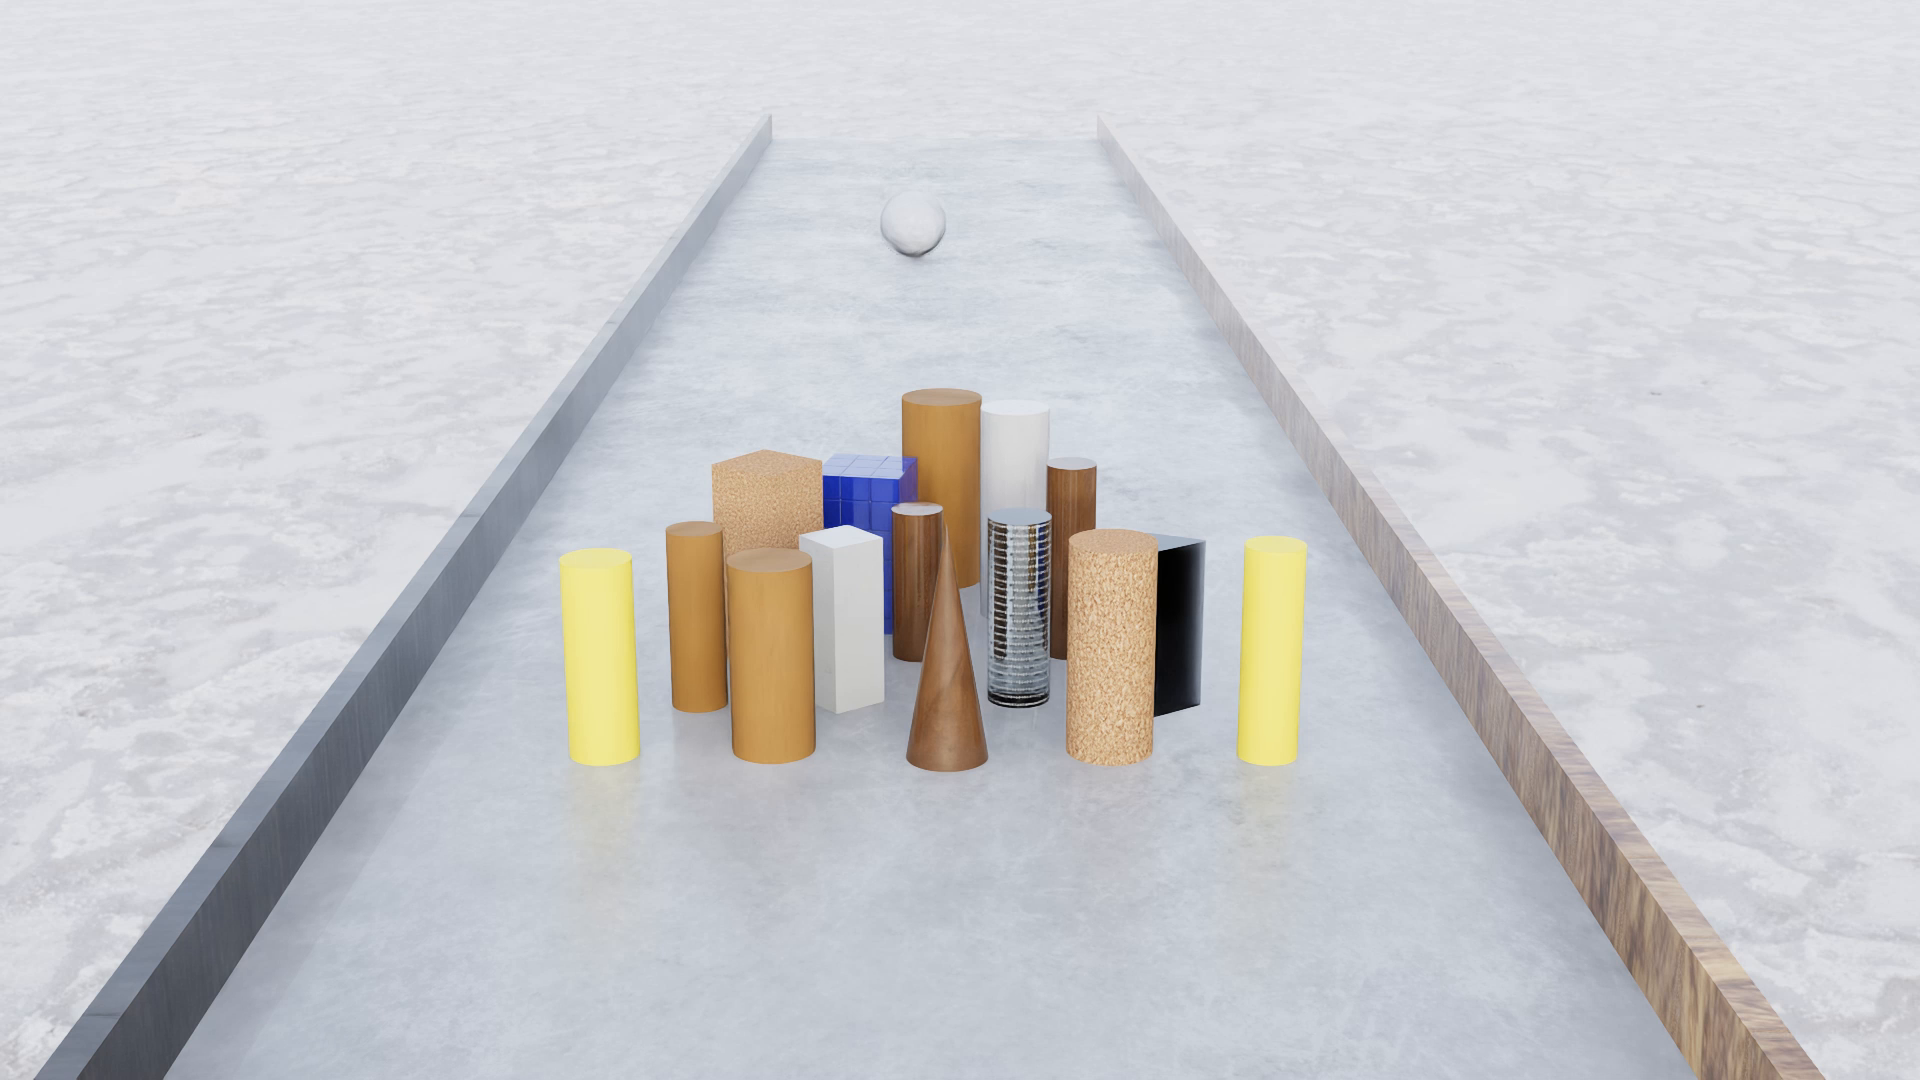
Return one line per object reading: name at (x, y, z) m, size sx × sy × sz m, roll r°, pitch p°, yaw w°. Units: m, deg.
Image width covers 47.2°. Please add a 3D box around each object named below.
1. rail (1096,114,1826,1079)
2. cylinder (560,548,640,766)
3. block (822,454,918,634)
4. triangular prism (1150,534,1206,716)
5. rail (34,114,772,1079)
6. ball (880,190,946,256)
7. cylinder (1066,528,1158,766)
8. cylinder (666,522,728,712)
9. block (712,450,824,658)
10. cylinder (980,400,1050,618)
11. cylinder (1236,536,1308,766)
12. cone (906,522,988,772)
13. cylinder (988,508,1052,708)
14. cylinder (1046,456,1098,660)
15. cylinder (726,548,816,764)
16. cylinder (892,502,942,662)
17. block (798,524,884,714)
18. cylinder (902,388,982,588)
rail at (0.932, -0.844, 7.801) m, size 0.050 × 0.150 × 12.000 m, roll 0°, pitch 17°, yaw -1°
cylinder at (-0.637, 0.207, 3.893) m, size 0.126 × 0.364 × 0.126 m, roll 0°, pitch 17°, yaw 0°
block at (-0.195, 0.007, 4.617) m, size 0.180 × 0.335 × 0.180 m, roll 3°, pitch 17°, yaw 11°
triangular prism at (0.379, 0.154, 4.139) m, size 0.119 × 0.324 × 0.103 m, roll -11°, pitch 20°, yaw -33°
rail at (-1.118, -0.838, 7.780) m, size 0.050 × 0.150 × 12.000 m, roll 0°, pitch 17°, yaw -1°
ball at (-0.195, -1.327, 9.202) m, size 0.278 × 0.278 × 0.278 m, roll 0°, pitch 17°, yaw 0°
cylinder at (0.269, 0.189, 3.904) m, size 0.156 × 0.391 × 0.156 m, roll 0°, pitch 17°, yaw 0°
cylinder at (-0.494, 0.145, 4.135) m, size 0.106 × 0.345 × 0.106 m, roll 0°, pitch 17°, yaw 0°
block at (-0.381, 0.038, 4.397) m, size 0.154 × 0.399 × 0.154 m, roll 12°, pitch 20°, yaw 35°
cylinder at (0.115, -0.061, 4.645) m, size 0.145 × 0.449 × 0.145 m, roll 0°, pitch 17°, yaw 0°
cylinder at (0.549, 0.196, 3.880) m, size 0.108 × 0.392 × 0.108 m, roll 0°, pitch 17°, yaw 0°
cone at (-0.023, 0.177, 3.866) m, size 0.148 × 0.436 × 0.148 m, roll 0°, pitch 17°, yaw 0°
cylinder at (0.112, 0.128, 4.162) m, size 0.119 × 0.361 × 0.119 m, roll 0°, pitch 17°, yaw 0°
cylinder at (0.221, 0.038, 4.407) m, size 0.101 × 0.395 × 0.101 m, roll 0°, pitch 17°, yaw 0°
cylinder at (-0.335, 0.205, 3.914) m, size 0.151 × 0.355 × 0.151 m, roll 0°, pitch 17°, yaw 0°
cylinder at (-0.085, 0.084, 4.409) m, size 0.102 × 0.306 × 0.102 m, roll 0°, pitch 17°, yaw 0°
block at (-0.223, 0.149, 4.156) m, size 0.112 × 0.325 × 0.112 m, roll -13°, pitch 21°, yaw -36°
cylinder at (-0.040, -0.114, 4.880) m, size 0.176 × 0.417 × 0.176 m, roll 0°, pitch 17°, yaw 0°
